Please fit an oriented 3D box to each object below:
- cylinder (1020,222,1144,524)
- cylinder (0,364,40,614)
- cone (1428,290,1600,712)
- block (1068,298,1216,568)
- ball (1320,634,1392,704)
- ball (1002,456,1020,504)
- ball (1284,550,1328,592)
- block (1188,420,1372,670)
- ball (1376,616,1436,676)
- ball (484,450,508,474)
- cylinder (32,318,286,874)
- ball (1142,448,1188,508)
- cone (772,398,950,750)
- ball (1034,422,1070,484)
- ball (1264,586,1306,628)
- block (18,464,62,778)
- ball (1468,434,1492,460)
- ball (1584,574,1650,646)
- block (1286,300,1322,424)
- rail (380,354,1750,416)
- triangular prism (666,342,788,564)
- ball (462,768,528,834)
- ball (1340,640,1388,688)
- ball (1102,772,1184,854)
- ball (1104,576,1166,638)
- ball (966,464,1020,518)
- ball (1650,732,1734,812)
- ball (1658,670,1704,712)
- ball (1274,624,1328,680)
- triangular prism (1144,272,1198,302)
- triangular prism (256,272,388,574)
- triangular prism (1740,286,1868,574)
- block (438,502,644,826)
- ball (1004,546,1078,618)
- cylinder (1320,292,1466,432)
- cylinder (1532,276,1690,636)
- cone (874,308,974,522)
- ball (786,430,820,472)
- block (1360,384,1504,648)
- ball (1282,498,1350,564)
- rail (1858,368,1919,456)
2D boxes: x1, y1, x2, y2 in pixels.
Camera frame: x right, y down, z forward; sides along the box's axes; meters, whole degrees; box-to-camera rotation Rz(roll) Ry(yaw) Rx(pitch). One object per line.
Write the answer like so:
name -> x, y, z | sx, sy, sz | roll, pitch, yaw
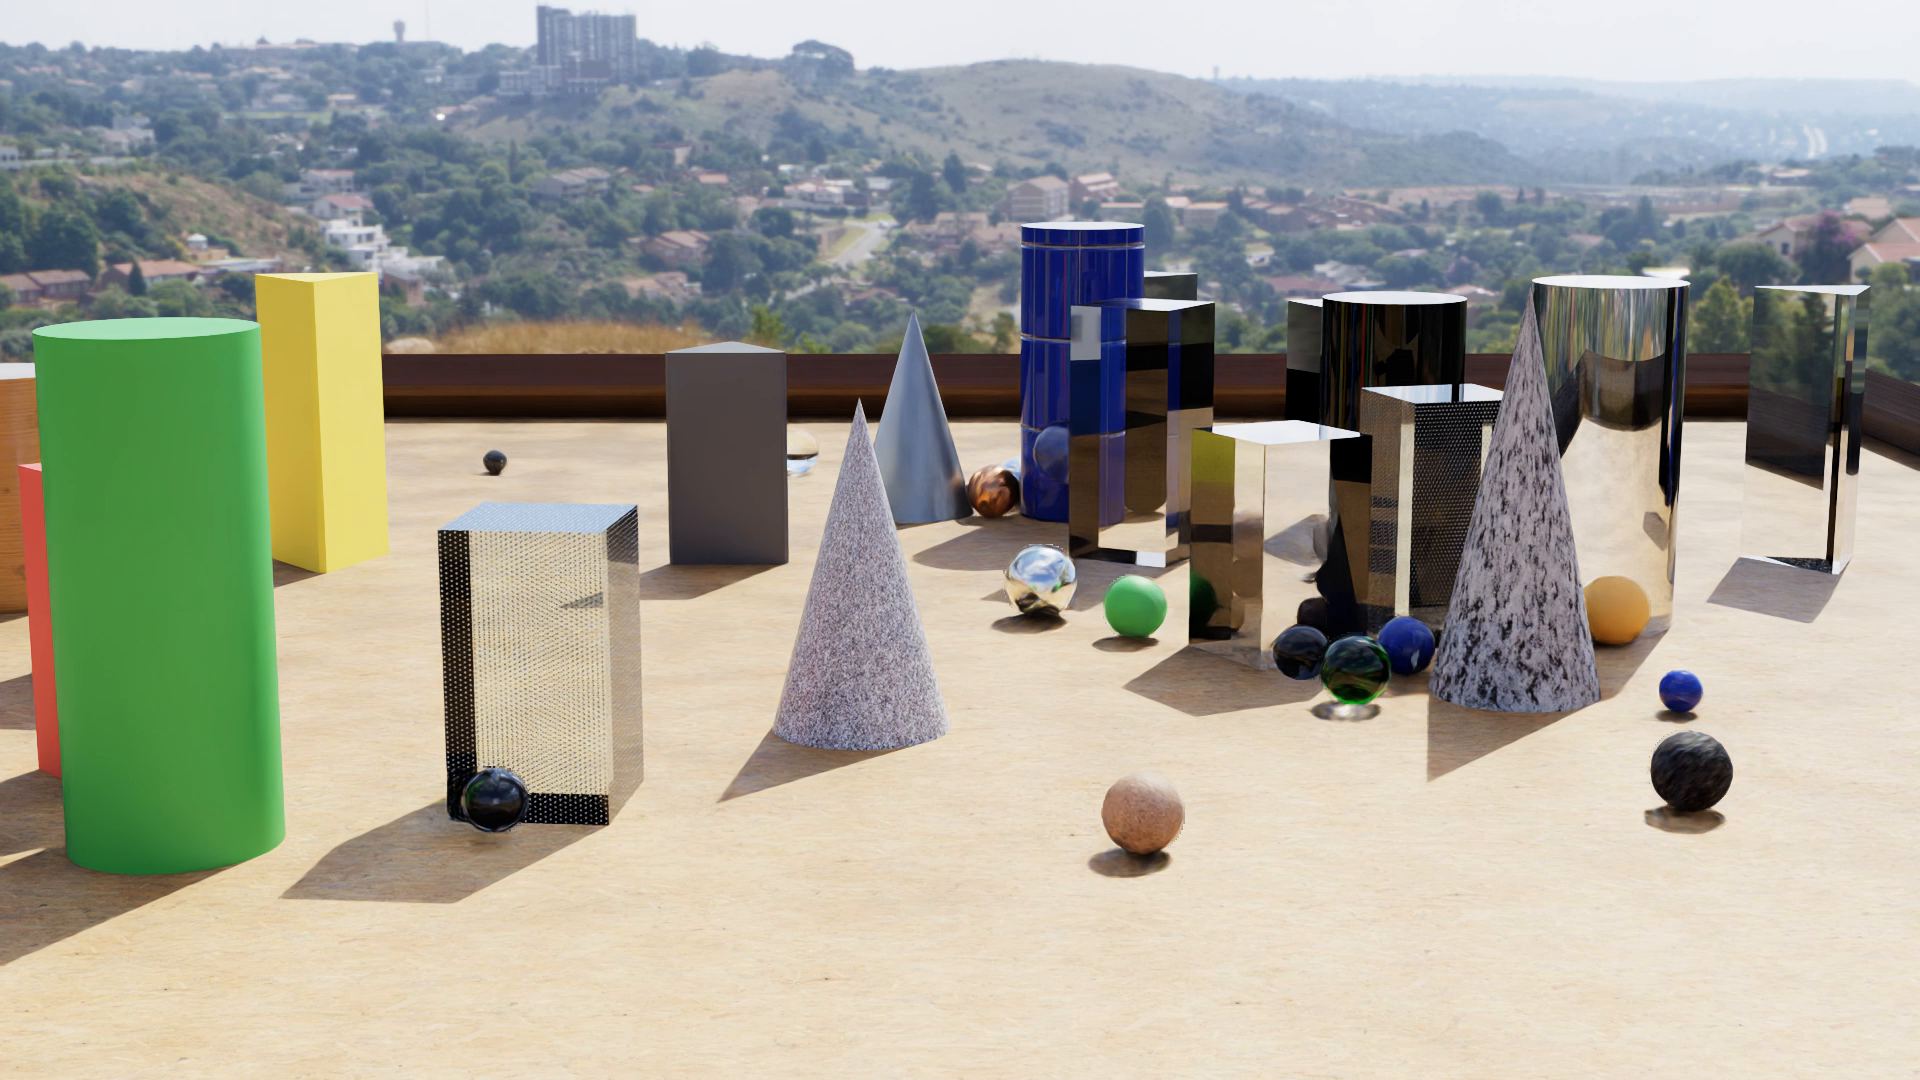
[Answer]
cylinder -> 0.198, -0.276, 4.184 | 0.200, 0.472, 0.200 | 0, 10, 0
cylinder -> -1.309, -0.074, 3.519 | 0.200, 0.317, 0.200 | 0, 10, 0
cone -> 0.653, -0.056, 2.981 | 0.200, 0.477, 0.200 | 0, 10, 0
block -> 0.273, -0.165, 3.845 | 0.160, 0.378, 0.160 | 6, 12, 30
ball -> 0.456, 0.149, 2.960 | 0.081, 0.081, 0.081 | 0, 10, 0
ball -> 0.100, -0.100, 4.317 | 0.080, 0.080, 0.080 | 0, 10, 0
ball -> 0.484, 0.043, 3.592 | 0.060, 0.060, 0.060 | 0, 10, 0
block -> 0.399, 0.002, 3.212 | 0.160, 0.278, 0.160 | -6, 12, -28
ball -> 0.539, 0.128, 3.102 | 0.071, 0.071, 0.071 | 0, 10, 0
ball -> -0.842, -0.143, 4.645 | 0.043, 0.043, 0.043 | 0, 10, 0
cylinder -> -0.744, 0.047, 2.393 | 0.200, 0.490, 0.200 | 0, 10, 0
ball -> 0.332, -0.104, 4.283 | 0.099, 0.099, 0.099 | 0, 10, 0
cone -> -0.110, 0.026, 2.830 | 0.200, 0.371, 0.200 | 0, 10, 0
ball -> 0.166, -0.138, 4.056 | 0.100, 0.100, 0.100 | 0, 10, 0
ball -> 0.425, 0.088, 3.367 | 0.055, 0.055, 0.055 | 0, 10, 0
block -> -0.854, 0.082, 2.661 | 0.160, 0.322, 0.160 | -10, 14, -43
ball -> 0.975, -0.174, 4.803 | 0.048, 0.048, 0.048 | 0, 10, 0
ball -> 0.831, 0.089, 3.263 | 0.089, 0.089, 0.089 | 0, 10, 0
block -> 0.641, -0.214, 4.196 | 0.160, 0.347, 0.160 | -4, 11, -19
rail -> -0.011, -0.322, 5.370 | 3.643, 0.130, 0.045 | 0, 10, 0
triangular prism -> -0.345, -0.133, 3.846 | 0.173, 0.314, 0.150 | 0, 10, -2
ball -> -0.447, 0.250, 2.465 | 0.063, 0.063, 0.063 | 0, 10, 0
ball -> 0.479, 0.147, 3.040 | 0.057, 0.057, 0.057 | 0, 10, 0
ball -> 0.171, 0.255, 2.401 | 0.076, 0.076, 0.076 | 0, 10, 0
ball -> 0.226, 0.087, 3.302 | 0.080, 0.080, 0.080 | 0, 10, 0
ball -> 0.054, -0.080, 4.186 | 0.086, 0.086, 0.086 | 0, 10, 0
ball -> 0.723, 0.229, 2.537 | 0.079, 0.079, 0.079 | 0, 10, 0
ball -> 0.821, 0.172, 2.924 | 0.050, 0.050, 0.050 | 0, 10, 0
ball -> 0.410, 0.135, 3.079 | 0.067, 0.067, 0.067 | 0, 10, 0
triangular prism -> 0.301, -0.285, 4.519 | 0.173, 0.370, 0.150 | -7, 12, -32
triangular prism -> -0.924, -0.180, 3.802 | 0.150, 0.423, 0.173 | -9, 14, -39
triangular prism -> 1.284, -0.170, 3.798 | 0.150, 0.405, 0.173 | -7, 13, -34
block -> -0.413, 0.119, 2.551 | 0.160, 0.289, 0.160 | 1, 11, 5
ball -> 0.108, 0.056, 3.421 | 0.097, 0.097, 0.097 | 0, 10, 0
cylinder -> 0.605, -0.137, 3.611 | 0.200, 0.408, 0.200 | 0, 10, 0
cylinder -> 0.846, -0.115, 3.375 | 0.200, 0.450, 0.200 | 0, 10, 0
cone -> -0.076, -0.213, 4.210 | 0.200, 0.340, 0.200 | 0, 10, 0
ball -> -0.293, -0.161, 4.649 | 0.077, 0.077, 0.077 | 0, 10, 0
block -> 0.619, -0.033, 3.307 | 0.160, 0.314, 0.160 | -3, 11, -16
ball -> 0.526, -0.012, 3.789 | 0.098, 0.098, 0.098 | 0, 10, 0
rail -> 1.798, 0.031, 3.459 | 0.045, 0.130, 3.955 | 0, 10, 0
